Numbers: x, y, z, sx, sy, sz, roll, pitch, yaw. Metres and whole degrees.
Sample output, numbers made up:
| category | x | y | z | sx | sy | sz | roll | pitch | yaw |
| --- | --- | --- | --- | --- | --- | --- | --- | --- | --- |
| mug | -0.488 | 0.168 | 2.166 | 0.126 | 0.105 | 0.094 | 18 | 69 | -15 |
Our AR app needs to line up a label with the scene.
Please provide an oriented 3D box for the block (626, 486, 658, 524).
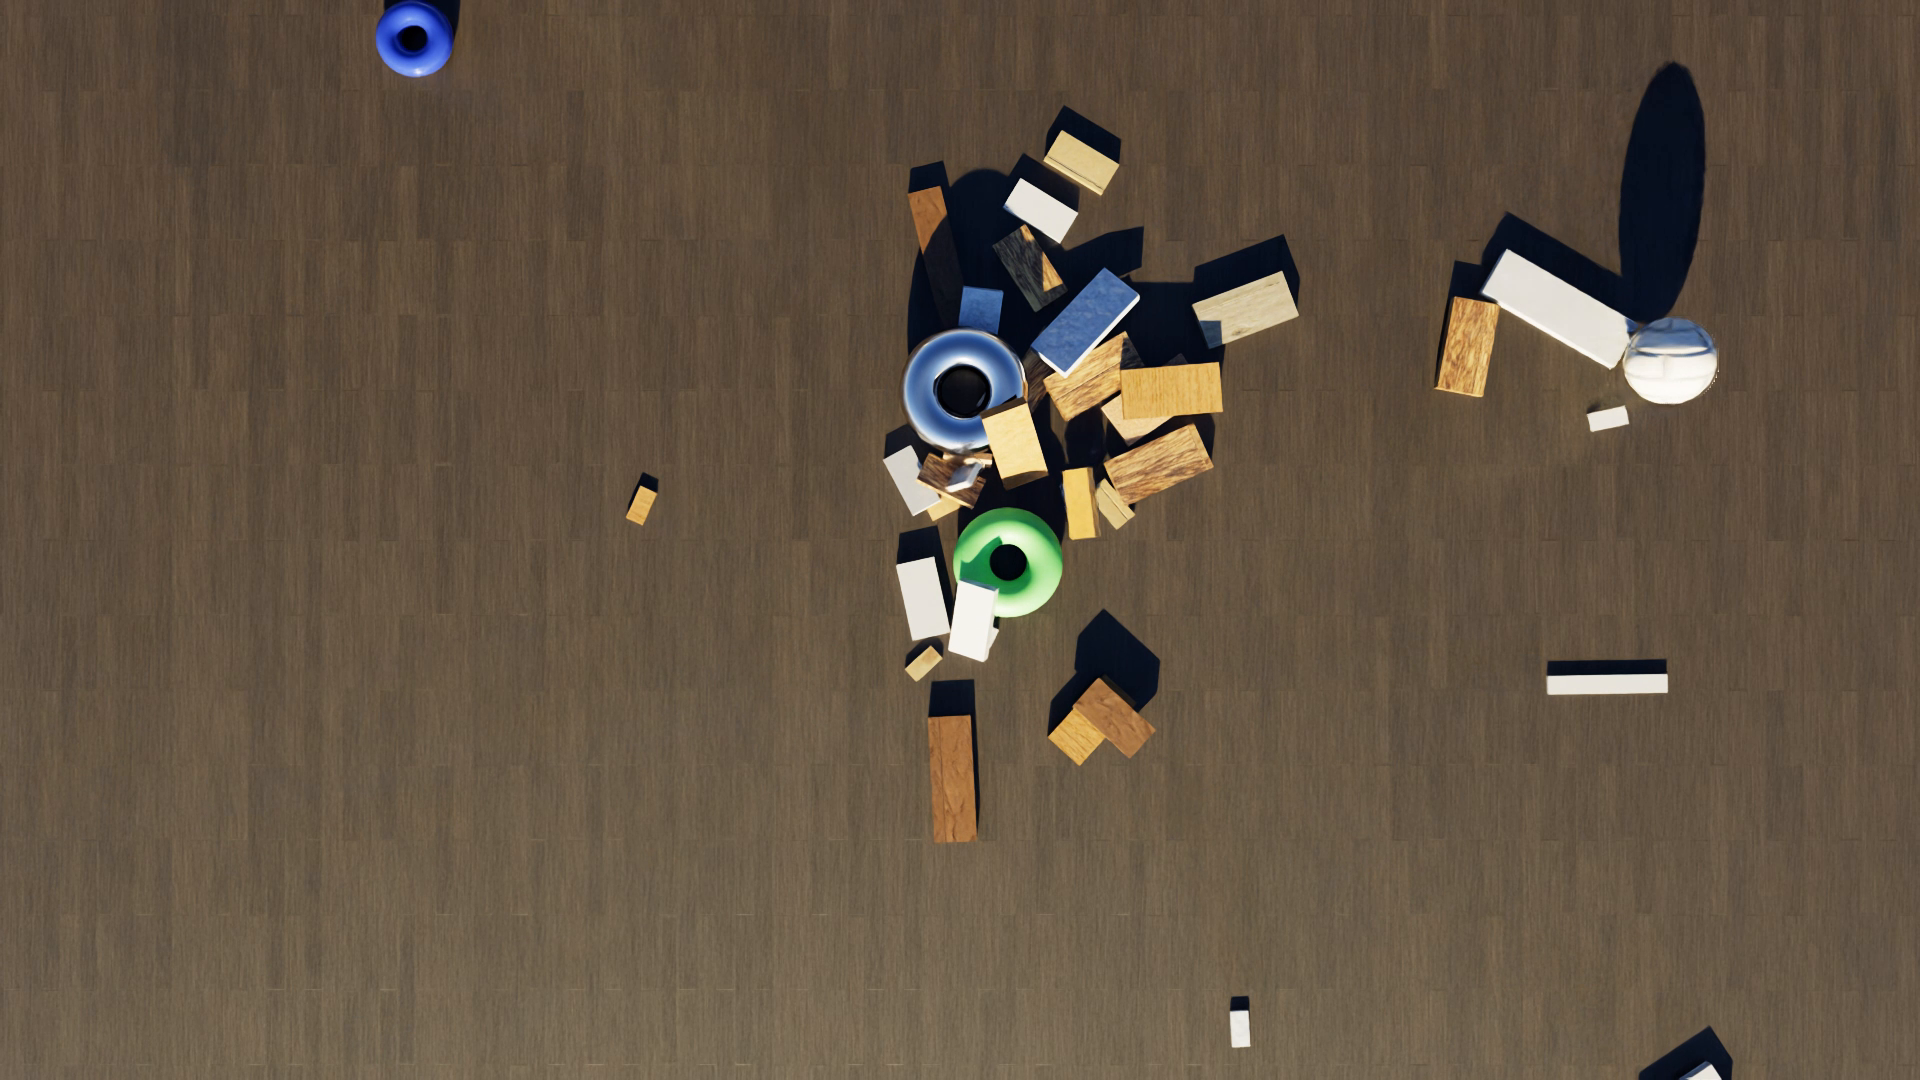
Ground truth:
| category | x | y | z | sx | sy | sz | roll | pitch | yaw |
| --- | --- | --- | --- | --- | --- | --- | --- | --- | --- |
| block | -1.060 | -0.115 | 5.492 | 0.059 | 0.017 | 0.117 | 24 | 90 | 0 |

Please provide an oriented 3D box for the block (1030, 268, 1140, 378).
| category | x | y | z | sx | sy | sz | roll | pitch | yaw |
| --- | --- | --- | --- | --- | --- | --- | --- | --- | --- |
| block | 0.412 | -0.716 | 5.432 | 0.153 | 0.043 | 0.367 | 41 | 81 | 15 |

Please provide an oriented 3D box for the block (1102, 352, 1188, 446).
| category | x | y | z | sx | sy | sz | roll | pitch | yaw |
| --- | --- | --- | --- | --- | --- | --- | --- | --- | --- |
| block | 0.645 | -0.464 | 5.478 | 0.316 | 0.045 | 0.158 | -34 | 90 | 0 |

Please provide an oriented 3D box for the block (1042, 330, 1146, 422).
| category | x | y | z | sx | sy | sz | roll | pitch | yaw |
| --- | --- | --- | --- | --- | --- | --- | --- | --- | --- |
| block | 0.446 | -0.542 | 5.456 | 0.316 | 0.045 | 0.158 | -31 | 98 | -4 |

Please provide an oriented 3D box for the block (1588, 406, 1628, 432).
| category | x | y | z | sx | sy | sz | roll | pitch | yaw |
| --- | --- | --- | --- | --- | --- | --- | --- | --- | --- |
| block | 2.158 | -0.404 | 5.491 | 0.122 | 0.017 | 0.061 | -12 | 90 | 0 |

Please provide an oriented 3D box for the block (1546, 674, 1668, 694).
| category | x | y | z | sx | sy | sz | roll | pitch | yaw |
| --- | --- | --- | --- | --- | --- | --- | --- | --- | --- |
| block | 2.154 | 0.479 | 5.491 | 0.396 | 0.017 | 0.061 | -1 | 90 | 0 |

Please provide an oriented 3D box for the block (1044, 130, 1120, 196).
| category | x | y | z | sx | sy | sz | roll | pitch | yaw |
| --- | --- | --- | --- | --- | --- | --- | --- | --- | --- |
| block | 0.404 | -1.254 | 5.484 | 0.223 | 0.032 | 0.112 | 31 | 90 | 0 |

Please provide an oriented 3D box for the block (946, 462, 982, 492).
| category | x | y | z | sx | sy | sz | roll | pitch | yaw |
| --- | --- | --- | --- | --- | --- | --- | --- | --- | --- |
| block | 0.012 | -0.206 | 5.362 | 0.023 | 0.161 | 0.081 | 35 | 71 | -18 |

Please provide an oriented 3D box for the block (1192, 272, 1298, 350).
| category | x | y | z | sx | sy | sz | roll | pitch | yaw |
| --- | --- | --- | --- | --- | --- | --- | --- | --- | --- |
| block | 0.945 | -0.761 | 5.478 | 0.316 | 0.045 | 0.158 | -20 | 90 | 0 |

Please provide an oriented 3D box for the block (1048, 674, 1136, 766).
| category | x | y | z | sx | sy | sz | roll | pitch | yaw |
| --- | --- | --- | --- | --- | --- | --- | --- | --- | --- |
| block | 0.438 | 0.596 | 5.480 | 0.141 | 0.040 | 0.283 | 42 | 90 | 0 |

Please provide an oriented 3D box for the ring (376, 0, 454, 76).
| category | x | y | z | sx | sy | sz | roll | pitch | yaw |
| --- | --- | --- | --- | --- | --- | --- | --- | --- | --- |
| ring | -1.805 | -1.661 | 5.458 | 0.255 | 0.085 | 0.255 | 0 | 89 | -1 |

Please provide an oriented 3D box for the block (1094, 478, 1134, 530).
| category | x | y | z | sx | sy | sz | roll | pitch | yaw |
| --- | --- | --- | --- | --- | --- | --- | --- | --- | --- |
| block | 0.501 | -0.119 | 5.489 | 0.078 | 0.022 | 0.157 | -40 | 90 | 0 |

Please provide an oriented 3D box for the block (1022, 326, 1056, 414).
| category | x | y | z | sx | sy | sz | roll | pitch | yaw |
| --- | --- | --- | --- | --- | --- | --- | --- | --- | --- |
| block | 0.259 | -0.564 | 5.481 | 0.131 | 0.037 | 0.263 | 34 | 90 | 0 |

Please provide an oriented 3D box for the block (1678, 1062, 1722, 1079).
| category | x | y | z | sx | sy | sz | roll | pitch | yaw |
| --- | --- | --- | --- | --- | --- | --- | --- | --- | --- |
| block | 2.410 | 1.873 | 5.480 | 0.283 | 0.040 | 0.141 | -34 | 90 | 0 |

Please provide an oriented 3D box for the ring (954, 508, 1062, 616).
| category | x | y | z | sx | sy | sz | roll | pitch | yaw |
| --- | --- | --- | --- | --- | --- | --- | --- | --- | --- |
| ring | 0.158 | 0.073 | 5.440 | 0.363 | 0.121 | 0.363 | 0 | 90 | 1 |

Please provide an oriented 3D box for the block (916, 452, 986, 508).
| category | x | y | z | sx | sy | sz | roll | pitch | yaw |
| --- | --- | --- | --- | --- | --- | --- | --- | --- | --- |
| block | -0.031 | -0.196 | 5.451 | 0.210 | 0.030 | 0.105 | 26 | 73 | -4 |

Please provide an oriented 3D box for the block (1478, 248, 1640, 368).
| category | x | y | z | sx | sy | sz | roll | pitch | yaw |
| --- | --- | --- | --- | --- | --- | --- | --- | --- | --- |
| block | 1.988 | -0.768 | 5.477 | 0.505 | 0.046 | 0.162 | 30 | 90 | 0 |

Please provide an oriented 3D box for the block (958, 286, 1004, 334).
| category | x | y | z | sx | sy | sz | roll | pitch | yaw |
| --- | --- | --- | --- | --- | --- | --- | --- | --- | --- |
| block | 0.059 | -0.698 | 5.435 | 0.131 | 0.037 | 0.263 | 6 | 108 | -5 |

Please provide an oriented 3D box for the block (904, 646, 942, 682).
| category | x | y | z | sx | sy | sz | roll | pitch | yaw |
| --- | --- | --- | --- | --- | --- | --- | --- | --- | --- |
| block | -0.121 | 0.411 | 5.492 | 0.117 | 0.017 | 0.059 | -42 | 90 | 0 |

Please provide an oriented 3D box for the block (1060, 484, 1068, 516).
| category | x | y | z | sx | sy | sz | roll | pitch | yaw |
| --- | --- | --- | --- | --- | --- | --- | --- | --- | --- |
| block | 0.389 | -0.114 | 5.489 | 0.081 | 0.023 | 0.161 | -14 | 90 | 0 |

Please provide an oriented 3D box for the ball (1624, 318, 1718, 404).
| category | x | y | z | sx | sy | sz | roll | pitch | yaw |
| --- | --- | --- | --- | --- | --- | --- | --- | --- | --- |
| ball | 2.283 | -0.575 | 5.305 | 0.278 | 0.278 | 0.278 | 0 | 90 | 0 |

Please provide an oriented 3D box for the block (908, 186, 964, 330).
| category | x | y | z | sx | sy | sz | roll | pitch | yaw |
| --- | --- | --- | --- | --- | --- | --- | --- | --- | --- |
| block | -0.057 | -0.907 | 5.484 | 0.112 | 0.032 | 0.523 | -14 | 90 | 0 |

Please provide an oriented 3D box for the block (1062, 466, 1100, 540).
| category | x | y | z | sx | sy | sz | roll | pitch | yaw |
| --- | --- | --- | --- | --- | --- | --- | --- | --- | --- |
| block | 0.399 | -0.120 | 5.431 | 0.105 | 0.030 | 0.229 | -7 | 90 | 43 |

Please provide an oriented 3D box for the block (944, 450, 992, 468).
| category | x | y | z | sx | sy | sz | roll | pitch | yaw |
| --- | --- | --- | --- | --- | --- | --- | --- | --- | --- |
| block | 0.025 | -0.269 | 5.458 | 0.161 | 0.081 | 0.023 | 6 | 73 | 0 |

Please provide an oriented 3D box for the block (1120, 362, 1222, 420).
| category | x | y | z | sx | sy | sz | roll | pitch | yaw |
| --- | --- | --- | --- | --- | --- | --- | --- | --- | --- |
| block | 0.694 | -0.490 | 5.428 | 0.323 | 0.046 | 0.162 | -5 | 93 | -2 |

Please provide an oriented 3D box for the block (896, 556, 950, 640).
| category | x | y | z | sx | sy | sz | roll | pitch | yaw |
| --- | --- | --- | --- | --- | --- | --- | --- | --- | --- |
| block | -0.122 | 0.194 | 5.482 | 0.128 | 0.036 | 0.257 | -12 | 90 | 0 |

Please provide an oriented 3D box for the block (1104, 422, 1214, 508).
| category | x | y | z | sx | sy | sz | roll | pitch | yaw |
| --- | --- | --- | --- | --- | --- | --- | --- | --- | --- |
| block | 0.657 | -0.248 | 5.466 | 0.323 | 0.046 | 0.162 | -24 | 89 | -4 |

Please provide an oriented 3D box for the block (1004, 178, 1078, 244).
| category | x | y | z | sx | sy | sz | roll | pitch | yaw |
| --- | --- | --- | --- | --- | --- | --- | --- | --- | --- |
| block | 0.267 | -1.094 | 5.484 | 0.223 | 0.032 | 0.112 | 31 | 90 | 0 |

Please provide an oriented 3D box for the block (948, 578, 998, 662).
| category | x | y | z | sx | sy | sz | roll | pitch | yaw |
| --- | --- | --- | --- | --- | --- | --- | --- | --- | --- |
| block | 0.044 | 0.261 | 5.413 | 0.128 | 0.036 | 0.257 | 17 | 114 | 20 |

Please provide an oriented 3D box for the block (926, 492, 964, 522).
| category | x | y | z | sx | sy | sz | roll | pitch | yaw |
| --- | --- | --- | --- | --- | --- | --- | --- | --- | --- |
| block | -0.037 | -0.133 | 5.489 | 0.157 | 0.022 | 0.078 | -26 | 90 | 0 |

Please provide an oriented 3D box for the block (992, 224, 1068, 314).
| category | x | y | z | sx | sy | sz | roll | pitch | yaw |
| --- | --- | --- | --- | --- | --- | --- | --- | --- | --- |
| block | 0.233 | -0.900 | 5.481 | 0.131 | 0.037 | 0.263 | -33 | 90 | 0 |

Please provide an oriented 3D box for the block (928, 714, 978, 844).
| category | x | y | z | sx | sy | sz | roll | pitch | yaw |
| --- | --- | --- | --- | --- | --- | --- | --- | --- | --- |
| block | -0.025 | 0.792 | 5.480 | 0.141 | 0.040 | 0.416 | -3 | 90 | 0 |

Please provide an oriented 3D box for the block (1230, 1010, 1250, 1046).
| category | x | y | z | sx | sy | sz | roll | pitch | yaw |
| --- | --- | --- | --- | --- | --- | --- | --- | --- | --- |
| block | 0.932 | 1.626 | 5.492 | 0.059 | 0.017 | 0.117 | -3 | 90 | 0 |

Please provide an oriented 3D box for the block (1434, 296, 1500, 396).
| category | x | y | z | sx | sy | sz | roll | pitch | yaw |
| --- | --- | --- | --- | --- | --- | --- | --- | --- | --- |
| block | 1.684 | -0.641 | 5.478 | 0.153 | 0.043 | 0.306 | 11 | 90 | 0 |

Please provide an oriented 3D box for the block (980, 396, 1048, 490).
| category | x | y | z | sx | sy | sz | roll | pitch | yaw |
| --- | --- | --- | --- | --- | --- | --- | --- | --- | --- |
| block | 0.178 | -0.313 | 5.385 | 0.153 | 0.043 | 0.306 | -20 | 130 | -1 |

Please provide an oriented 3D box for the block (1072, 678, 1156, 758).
| category | x | y | z | sx | sy | sz | roll | pitch | yaw |
| --- | --- | --- | --- | --- | --- | --- | --- | --- | --- |
| block | 0.507 | 0.586 | 5.442 | 0.257 | 0.036 | 0.128 | 42 | 90 | 0 |

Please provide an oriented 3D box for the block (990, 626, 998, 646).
| category | x | y | z | sx | sy | sz | roll | pitch | yaw |
| --- | --- | --- | --- | --- | --- | --- | --- | --- | --- |
| block | 0.061 | 0.300 | 5.491 | 0.122 | 0.017 | 0.061 | 26 | 90 | 0 |

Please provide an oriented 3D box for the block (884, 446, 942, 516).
| category | x | y | z | sx | sy | sz | roll | pitch | yaw |
| --- | --- | --- | --- | --- | --- | --- | --- | --- | --- |
| block | -0.159 | -0.198 | 5.472 | 0.105 | 0.030 | 0.210 | -28 | 83 | 0 |

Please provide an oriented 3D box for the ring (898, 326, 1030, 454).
| category | x | y | z | sx | sy | sz | roll | pitch | yaw |
| --- | --- | --- | --- | --- | --- | --- | --- | --- | --- |
| ring | 0.012 | -0.488 | 5.400 | 0.428 | 0.143 | 0.428 | 1 | 102 | 3 |
